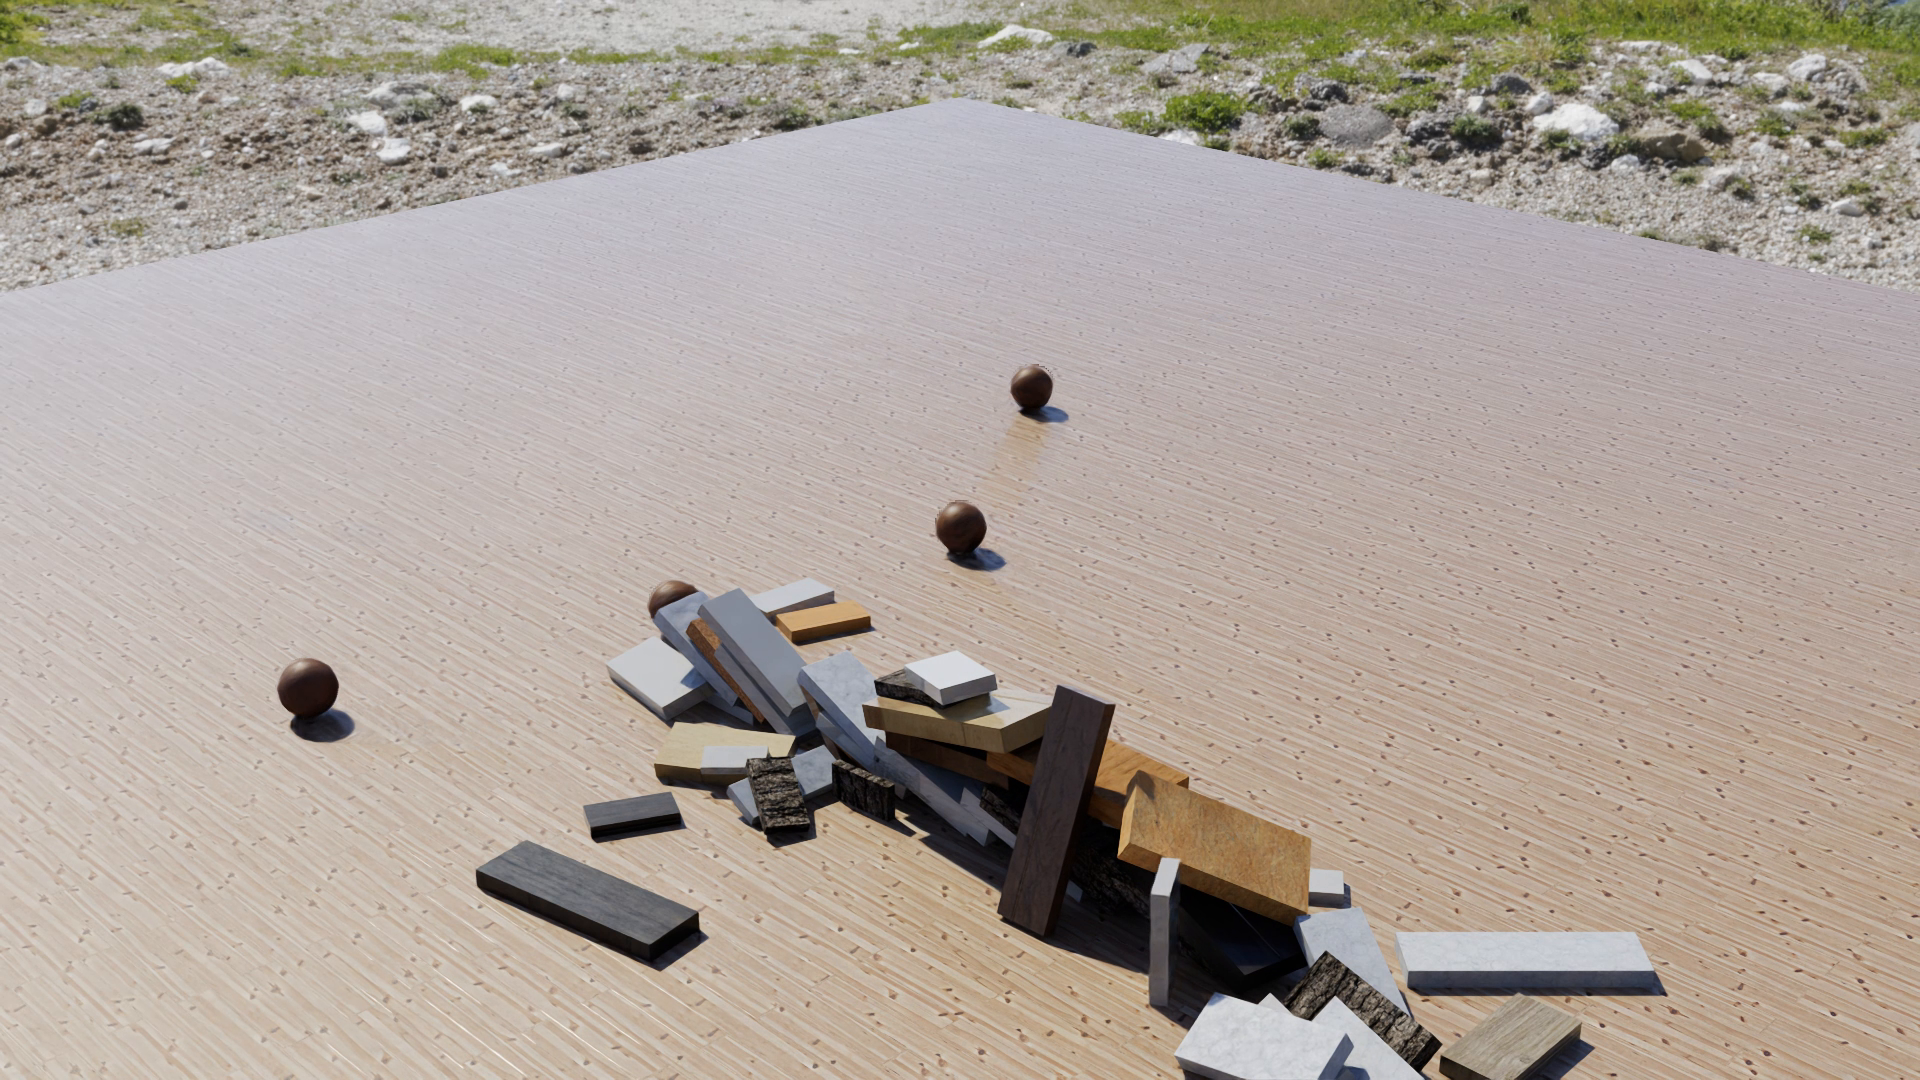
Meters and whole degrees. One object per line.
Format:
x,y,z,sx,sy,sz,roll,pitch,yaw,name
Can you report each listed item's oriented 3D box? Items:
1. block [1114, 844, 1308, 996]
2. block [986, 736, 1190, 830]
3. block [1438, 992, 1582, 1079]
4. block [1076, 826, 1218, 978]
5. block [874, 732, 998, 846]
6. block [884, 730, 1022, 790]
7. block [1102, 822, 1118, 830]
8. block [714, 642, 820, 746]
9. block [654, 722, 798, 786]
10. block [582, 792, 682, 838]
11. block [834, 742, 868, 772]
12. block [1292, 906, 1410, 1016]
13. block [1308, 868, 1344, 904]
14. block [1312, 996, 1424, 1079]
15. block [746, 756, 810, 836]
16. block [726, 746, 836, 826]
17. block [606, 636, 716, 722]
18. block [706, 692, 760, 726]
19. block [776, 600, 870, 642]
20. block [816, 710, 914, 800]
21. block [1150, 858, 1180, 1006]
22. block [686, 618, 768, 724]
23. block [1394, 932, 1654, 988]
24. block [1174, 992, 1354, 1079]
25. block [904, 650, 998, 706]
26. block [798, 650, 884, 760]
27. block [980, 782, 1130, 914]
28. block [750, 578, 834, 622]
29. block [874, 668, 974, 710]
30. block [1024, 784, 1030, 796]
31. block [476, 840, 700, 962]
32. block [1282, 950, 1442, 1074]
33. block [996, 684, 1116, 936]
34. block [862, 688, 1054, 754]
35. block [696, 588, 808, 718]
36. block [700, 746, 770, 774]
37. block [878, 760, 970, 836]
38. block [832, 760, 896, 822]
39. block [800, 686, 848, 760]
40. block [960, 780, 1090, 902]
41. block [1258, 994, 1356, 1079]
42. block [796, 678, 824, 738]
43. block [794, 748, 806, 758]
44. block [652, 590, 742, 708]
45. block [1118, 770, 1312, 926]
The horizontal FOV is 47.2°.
0.459,0.652,3.968,0.179,0.051,0.357,-13,43,-34,block
0.238,0.434,4.137,0.349,0.049,0.175,22,31,38,block
0.929,0.853,3.705,0.123,0.035,0.247,20,30,39,block
0.401,0.641,4.052,0.179,0.051,0.357,-22,48,-41,block
-0.003,0.475,4.427,0.164,0.046,0.328,-21,47,-41,block
0.026,0.402,4.357,0.328,0.046,0.164,14,26,41,block
0.351,0.519,4.062,0.165,0.023,0.082,7,16,45,block
-0.396,0.316,4.784,0.139,0.039,0.278,-22,63,-44,block
-0.490,0.453,4.606,0.268,0.038,0.134,6,37,13,block
-0.661,0.553,4.426,0.181,0.026,0.090,-8,24,-17,block
-0.178,0.447,4.601,0.091,0.026,0.183,-22,50,-41,block
0.681,0.755,3.827,0.123,0.035,0.247,-6,44,-13,block
0.645,0.656,4.185,0.165,0.023,0.082,3,23,7,block
0.648,0.869,3.563,0.135,0.038,0.270,-47,33,-2,block
-0.368,0.513,4.426,0.090,0.026,0.181,-2,43,-21,block
-0.351,0.499,4.494,0.243,0.026,0.090,-21,56,-36,block
-0.673,0.309,4.942,0.134,0.038,0.268,-30,35,-25,block
-0.488,0.350,4.898,0.102,0.029,0.203,-21,31,-41,block
-0.327,0.194,5.268,0.203,0.029,0.102,-11,25,-23,block
-0.163,0.426,4.581,0.260,0.037,0.130,37,40,27,block
0.358,0.685,3.845,0.033,0.230,0.115,5,26,14,block
-0.465,0.270,4.851,0.139,0.039,0.278,-22,63,-44,block
1.009,0.752,3.944,0.435,0.035,0.123,0,23,0,block
0.496,0.837,3.603,0.270,0.038,0.135,8,49,45,block
-0.020,0.268,4.301,0.114,0.032,0.228,-15,13,-16,block
-0.209,0.344,4.599,0.130,0.037,0.260,-19,51,-39,block
0.227,0.559,4.205,0.179,0.051,0.357,-22,46,-41,block
-0.419,0.147,5.378,0.203,0.029,0.102,-18,29,-36,block
-0.059,0.290,4.385,0.114,0.032,0.228,-20,15,-34,block
0.221,0.481,4.174,0.082,0.023,0.199,-19,18,-39,block
-0.702,0.673,4.126,0.446,0.038,0.134,15,27,32,block
0.664,0.814,3.678,0.135,0.038,0.270,-49,39,-5,block
0.176,0.496,4.044,0.115,0.446,0.033,20,9,39,block
0.008,0.339,4.302,0.175,0.049,0.426,-21,16,-37,block
-0.425,0.241,4.753,0.316,0.032,0.114,47,42,18,block
-0.466,0.455,4.552,0.133,0.019,0.067,-1,36,4,block
-0.029,0.491,4.470,0.130,0.037,0.260,-22,47,-41,block
-0.196,0.508,4.463,0.156,0.078,0.022,19,30,38,block
-0.261,0.375,4.669,0.091,0.183,0.026,-22,-4,-41,block
0.174,0.560,4.274,0.164,0.046,0.328,-22,46,-41,block
0.540,0.855,3.623,0.115,0.033,0.230,-43,33,-4,block
-0.273,0.360,4.701,0.091,0.183,0.026,-22,-4,-42,block
-0.310,0.477,4.612,0.133,0.019,0.067,17,28,34,block
-0.542,0.240,4.902,0.278,0.039,0.139,45,41,18,block
0.459,0.553,3.943,0.349,0.049,0.175,22,41,-8,block
